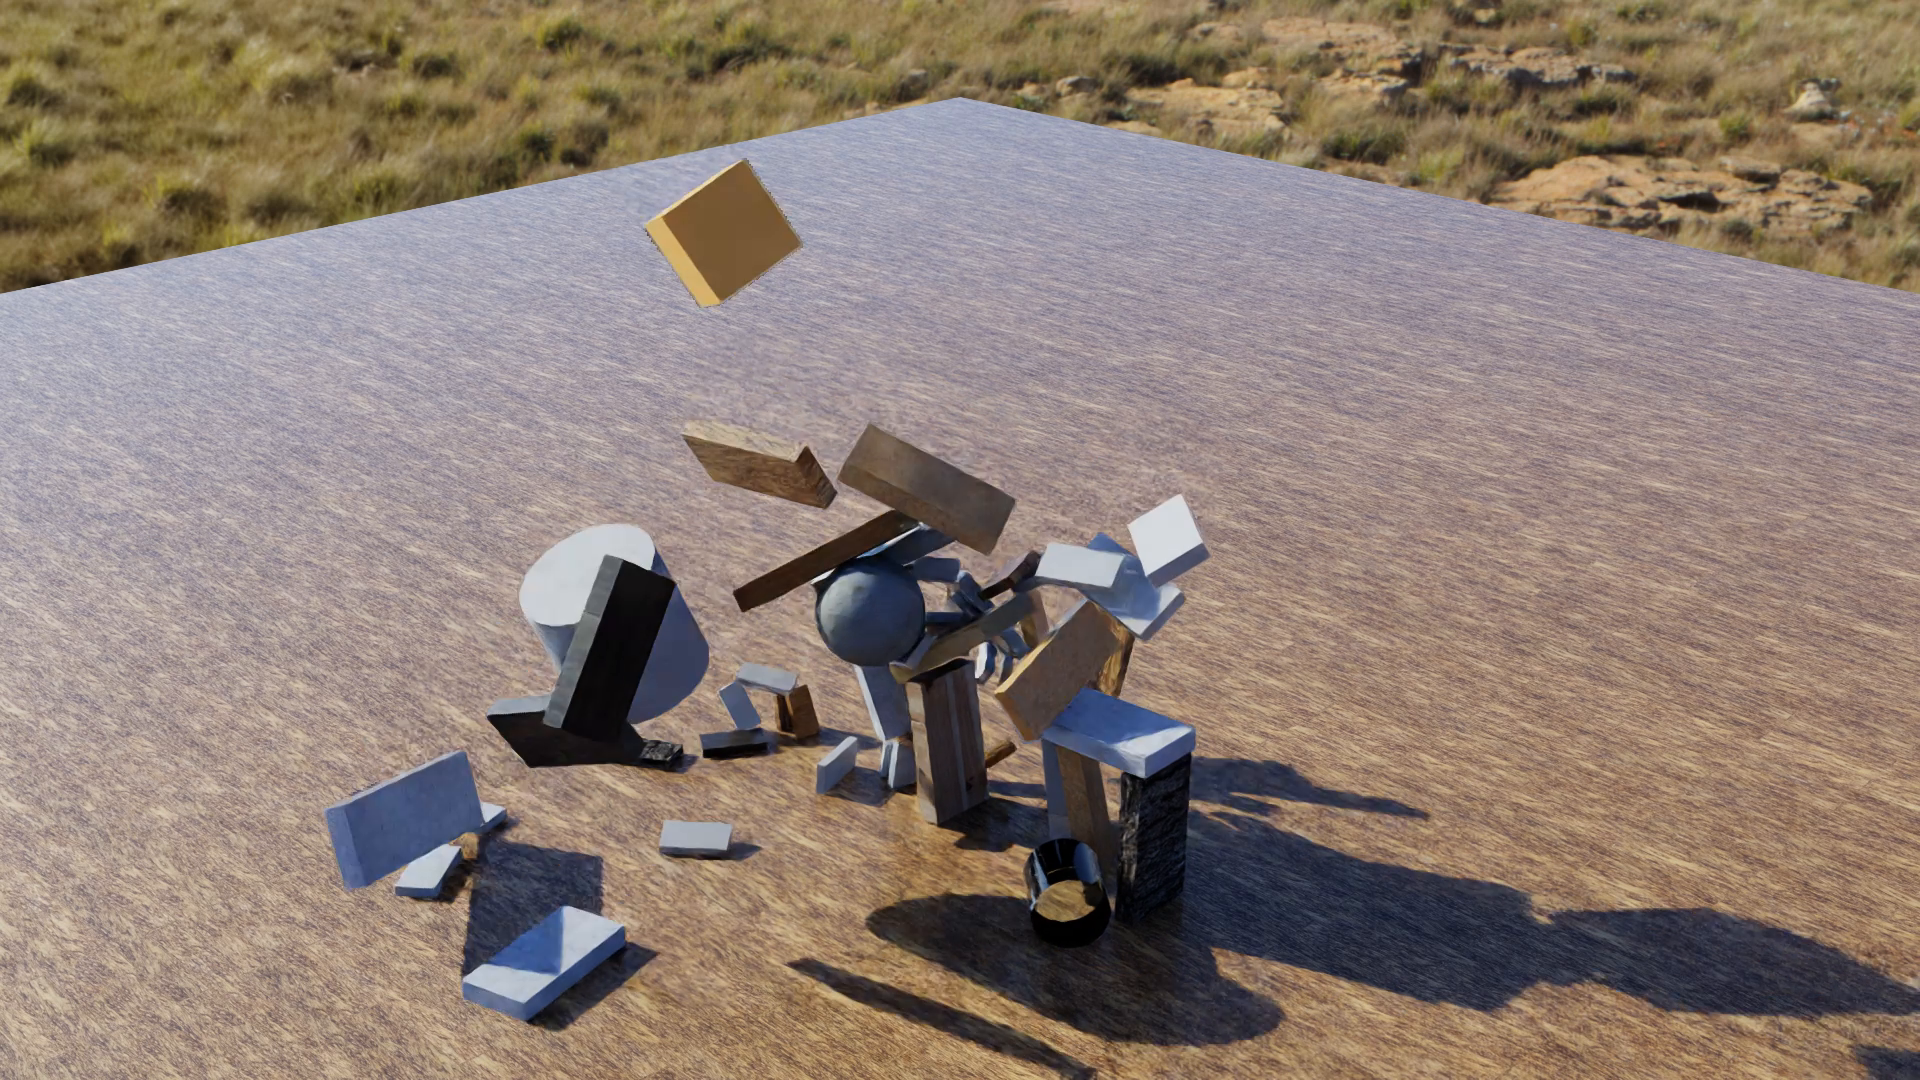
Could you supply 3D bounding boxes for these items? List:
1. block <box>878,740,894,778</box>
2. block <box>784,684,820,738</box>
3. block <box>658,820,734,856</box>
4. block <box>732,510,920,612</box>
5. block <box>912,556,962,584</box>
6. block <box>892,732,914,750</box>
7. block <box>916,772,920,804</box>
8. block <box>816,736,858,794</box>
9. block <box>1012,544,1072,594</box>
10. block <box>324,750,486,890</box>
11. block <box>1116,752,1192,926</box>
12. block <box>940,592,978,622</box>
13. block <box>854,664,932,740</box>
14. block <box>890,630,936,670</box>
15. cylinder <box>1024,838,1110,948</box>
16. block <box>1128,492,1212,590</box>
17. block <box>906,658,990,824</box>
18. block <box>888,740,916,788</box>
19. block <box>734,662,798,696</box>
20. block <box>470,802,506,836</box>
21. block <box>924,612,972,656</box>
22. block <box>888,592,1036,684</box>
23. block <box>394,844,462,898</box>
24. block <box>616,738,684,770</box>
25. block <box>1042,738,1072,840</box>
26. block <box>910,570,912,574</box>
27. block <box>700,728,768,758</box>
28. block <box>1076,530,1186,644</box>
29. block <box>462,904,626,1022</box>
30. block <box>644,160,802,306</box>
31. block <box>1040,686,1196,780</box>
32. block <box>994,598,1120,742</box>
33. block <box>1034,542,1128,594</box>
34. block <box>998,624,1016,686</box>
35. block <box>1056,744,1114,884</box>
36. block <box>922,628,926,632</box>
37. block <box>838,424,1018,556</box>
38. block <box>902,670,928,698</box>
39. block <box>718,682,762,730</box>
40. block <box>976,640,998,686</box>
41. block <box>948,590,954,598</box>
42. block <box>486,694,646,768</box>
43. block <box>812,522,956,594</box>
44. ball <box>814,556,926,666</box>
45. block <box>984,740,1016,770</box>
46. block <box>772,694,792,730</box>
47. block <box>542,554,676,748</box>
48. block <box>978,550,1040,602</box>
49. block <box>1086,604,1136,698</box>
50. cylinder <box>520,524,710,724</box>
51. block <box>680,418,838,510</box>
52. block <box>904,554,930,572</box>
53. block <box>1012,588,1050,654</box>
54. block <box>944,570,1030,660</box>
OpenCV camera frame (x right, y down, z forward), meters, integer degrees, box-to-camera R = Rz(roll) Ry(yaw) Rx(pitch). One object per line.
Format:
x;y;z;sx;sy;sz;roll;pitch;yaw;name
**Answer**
-0.138;0.452;4.570;0.050;0.101;0.014;-8;46;-19;block
-0.341;0.371;4.755;0.054;0.107;0.015;-18;2;-35;block
-0.520;0.587;4.328;0.136;0.019;0.068;2;41;5;block
-0.258;0.035;4.264;0.355;0.046;0.162;-27;-1;12;block
-0.047;0.058;4.323;0.095;0.014;0.048;3;61;28;block
-0.091;0.396;4.473;0.123;0.017;0.062;21;38;36;block
-0.057;0.478;4.476;0.062;0.123;0.017;-12;30;-26;block
-0.256;0.467;4.570;0.019;0.068;0.136;17;28;21;block
0.160;0.056;4.202;0.078;0.022;0.156;-51;13;-26;block
-1.042;0.522;4.154;0.043;0.151;0.445;-13;4;17;block
0.358;0.547;4.078;0.043;0.304;0.152;20;29;39;block
0.003;0.149;4.485;0.022;0.077;0.154;-43;-1;-12;block
-0.141;0.243;4.451;0.141;0.296;0.040;-20;3;-23;block
-0.104;0.211;4.312;0.077;0.022;0.154;-53;18;-11;block
0.196;0.649;4.046;0.145;0.145;0.145;-2;23;-4;cylinder
0.366;0.000;3.862;0.112;0.032;0.224;-31;22;9;block
-0.023;0.404;4.422;0.042;0.300;0.150;11;24;44;block
-0.112;0.449;4.536;0.062;0.123;0.017;-11;30;-37;block
-0.390;0.280;4.435;0.115;0.016;0.058;14;34;9;block
-1.002;0.551;4.434;0.157;0.022;0.078;11;25;24;block
-0.024;0.193;4.489;0.077;0.154;0.022;2;61;9;block
0.003;0.192;4.303;0.150;0.042;0.300;-30;1;-42;block
-1.022;0.637;4.232;0.078;0.022;0.157;2;23;6;block
-0.692;0.449;4.674;0.189;0.022;0.078;7;24;15;block
0.190;0.454;4.303;0.042;0.300;0.150;-4;23;5;block
-0.167;0.086;4.417;0.145;0.021;0.072;-14;13;12;block
-0.486;0.434;4.712;0.136;0.019;0.068;-5;24;-13;block
0.303;0.086;4.090;0.112;0.032;0.224;-47;52;-6;block
-0.741;0.754;3.933;0.141;0.040;0.282;13;26;27;block
-0.471;-0.604;4.346;0.198;0.198;0.198;-37;14;-12;block
0.271;0.350;4.092;0.304;0.043;0.152;19;30;39;block
0.184;0.240;4.103;0.032;0.112;0.292;-16;23;49;block
0.225;0.052;4.081;0.156;0.022;0.078;9;58;28;block
0.100;0.229;4.646;0.021;0.072;0.145;8;54;-5;block
0.241;0.494;4.202;0.043;0.304;0.152;-6;21;14;block
-0.105;0.153;4.410;0.058;0.115;0.016;-10;-4;-22;block
-0.061;-0.097;4.230;0.324;0.046;0.162;27;32;0;block
-0.098;0.244;4.430;0.058;0.317;0.016;-17;2;-36;block
-0.478;0.362;4.761;0.054;0.107;0.015;-30;8;-20;block
0.059;0.228;4.645;0.021;0.072;0.145;15;57;-11;block
-0.012;0.129;4.616;0.014;0.101;0.050;9;29;17;block
-0.709;0.341;3.946;0.282;0.141;0.040;-7;39;38;block
-0.136;0.004;4.390;0.324;0.046;0.162;-25;22;22;block
-0.173;0.138;4.240;0.214;0.214;0.214;0;23;0;ball
0.065;0.451;4.555;0.101;0.050;0.014;-34;66;7;block
-0.381;0.355;4.786;0.015;0.107;0.054;11;24;43;block
-0.596;0.190;3.749;0.043;0.302;0.151;15;-8;33;block
0.094;0.070;4.263;0.078;0.022;0.156;-48;7;-26;block
0.305;0.226;4.605;0.107;0.213;0.030;22;14;33;block
-0.645;0.159;4.119;0.268;0.268;0.268;-14;39;11;cylinder
-0.398;-0.151;4.337;0.302;0.151;0.043;15;61;34;block
-0.109;0.052;4.412;0.095;0.014;0.048;-12;14;19;block
0.161;0.191;4.689;0.030;0.218;0.107;-16;-10;17;block
0.049;0.148;4.450;0.030;0.213;0.107;-43;19;-12;block
